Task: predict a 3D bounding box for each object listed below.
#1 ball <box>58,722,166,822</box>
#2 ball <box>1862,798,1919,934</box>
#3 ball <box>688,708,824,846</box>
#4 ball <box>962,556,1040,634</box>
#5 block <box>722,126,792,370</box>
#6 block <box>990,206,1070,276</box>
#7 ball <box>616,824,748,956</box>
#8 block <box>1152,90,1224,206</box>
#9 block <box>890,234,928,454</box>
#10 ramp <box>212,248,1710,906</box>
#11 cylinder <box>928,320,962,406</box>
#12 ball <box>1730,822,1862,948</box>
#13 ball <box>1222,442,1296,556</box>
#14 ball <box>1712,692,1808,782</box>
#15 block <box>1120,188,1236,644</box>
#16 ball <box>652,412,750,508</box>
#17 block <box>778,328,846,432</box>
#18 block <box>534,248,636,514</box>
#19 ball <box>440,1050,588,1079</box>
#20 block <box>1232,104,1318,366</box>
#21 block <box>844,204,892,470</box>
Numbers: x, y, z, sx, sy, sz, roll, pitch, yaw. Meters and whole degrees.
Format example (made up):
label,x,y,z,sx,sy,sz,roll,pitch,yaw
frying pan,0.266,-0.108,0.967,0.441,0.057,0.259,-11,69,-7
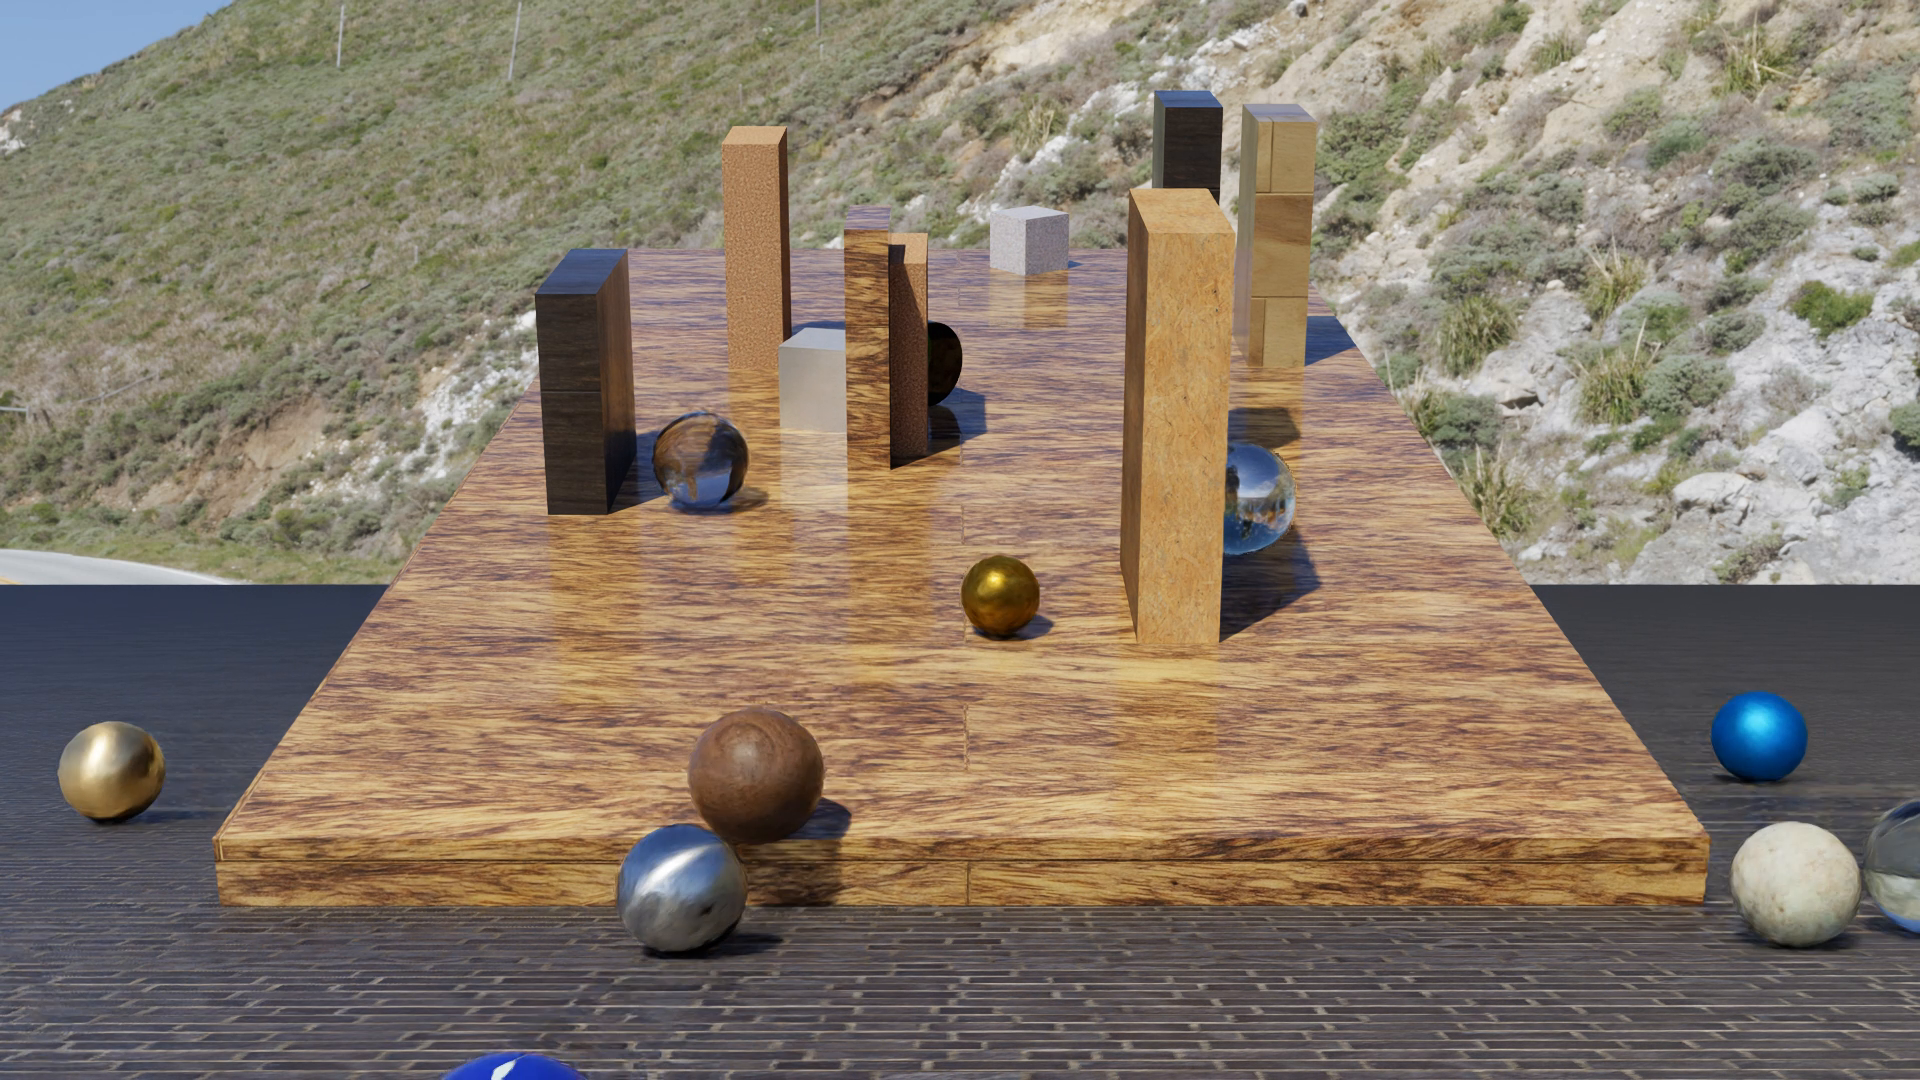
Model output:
label,x,y,z,sx,sy,sz,roll,pitch,yaw
ball,-1.533,0.419,4.062,0.182,0.182,0.182,0,-1,0
ball,1.203,0.403,2.765,0.171,0.171,0.171,0,-1,0
ball,-0.269,0.312,2.969,0.181,0.181,0.181,0,-1,0
ball,0.067,0.091,3.704,0.131,0.131,0.131,0,-1,0
block,-0.489,-0.710,5.440,0.132,0.538,0.289,0,19,0
block,0.201,-0.867,6.497,0.162,0.162,0.162,-14,23,-35
ball,-0.326,0.410,2.632,0.153,0.153,0.153,0,-1,0
block,0.449,-0.516,4.544,0.111,0.746,0.246,0,19,0
block,-0.114,-0.423,4.795,0.089,0.407,0.324,0,19,0
ramp,-0.004,-0.194,4.909,2.000,0.100,4.000,0,19,0
cylinder,-0.130,-0.417,5.111,0.193,0.193,0.193,1,13,-43
ball,1.002,0.413,2.695,0.149,0.149,0.149,0,-1,0
ball,0.507,-0.075,4.081,0.206,0.206,0.206,0,-1,0
ball,1.727,0.425,4.854,0.197,0.197,0.197,0,-1,0
block,0.357,-0.216,3.760,0.134,0.678,0.400,0,19,0
ball,-0.501,-0.155,4.342,0.187,0.187,0.187,0,-1,0
block,-0.281,-0.352,4.935,0.182,0.182,0.182,5,19,14
block,-0.735,-0.321,4.451,0.115,0.433,0.427,0,19,0
ball,-0.285,0.396,1.424,0.140,0.140,0.140,0,-1,0
block,0.763,-0.746,5.473,0.136,0.587,0.308,0,19,0
block,-0.187,-0.422,4.649,0.087,0.498,0.274,0,19,0
